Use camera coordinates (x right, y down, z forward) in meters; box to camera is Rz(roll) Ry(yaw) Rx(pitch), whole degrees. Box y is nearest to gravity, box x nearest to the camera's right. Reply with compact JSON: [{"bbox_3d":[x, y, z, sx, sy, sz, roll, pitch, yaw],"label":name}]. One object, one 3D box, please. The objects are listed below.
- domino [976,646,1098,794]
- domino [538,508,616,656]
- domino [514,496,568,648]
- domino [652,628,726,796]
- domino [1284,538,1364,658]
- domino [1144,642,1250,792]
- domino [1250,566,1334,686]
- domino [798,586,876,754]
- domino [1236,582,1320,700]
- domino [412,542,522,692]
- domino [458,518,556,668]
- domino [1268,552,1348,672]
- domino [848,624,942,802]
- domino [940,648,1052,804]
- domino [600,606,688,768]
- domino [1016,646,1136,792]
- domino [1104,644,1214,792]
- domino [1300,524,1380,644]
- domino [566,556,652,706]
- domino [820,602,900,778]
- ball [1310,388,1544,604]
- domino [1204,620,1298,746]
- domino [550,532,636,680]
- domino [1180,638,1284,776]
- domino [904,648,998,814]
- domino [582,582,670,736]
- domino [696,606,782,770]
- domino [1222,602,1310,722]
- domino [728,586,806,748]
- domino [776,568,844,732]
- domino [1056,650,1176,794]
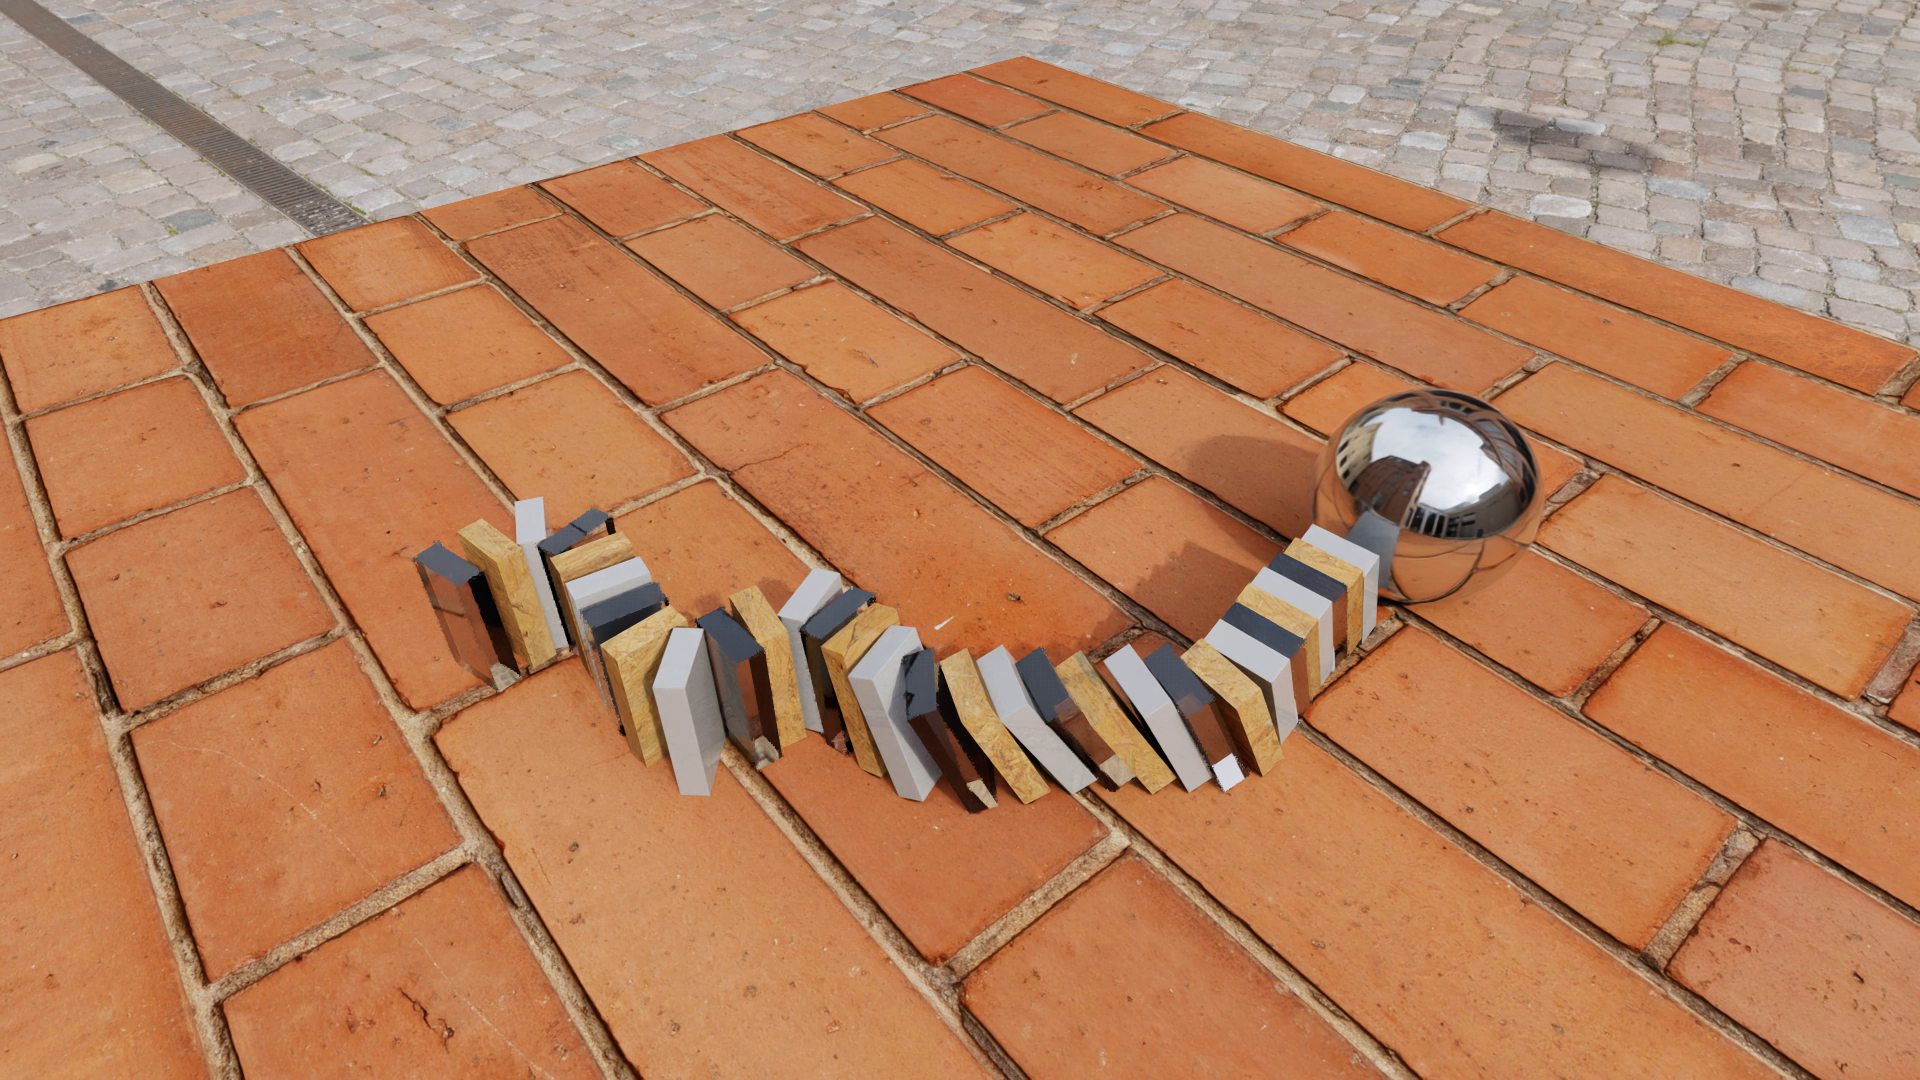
[{"bbox_3d":[0.024,0.057,0.344,0.009,0.050,0.025,-33,41,8],"label":"domino"},{"bbox_3d":[-0.132,0.016,0.392,0.009,0.050,0.025,22,44,24],"label":"domino"},{"bbox_3d":[-0.149,0.012,0.396,0.010,0.050,0.025,-12,41,-14],"label":"domino"},{"bbox_3d":[-0.084,0.054,0.345,0.009,0.050,0.025,2,39,2],"label":"domino"},{"bbox_3d":[0.127,0.021,0.386,0.025,0.050,0.010,31,73,32],"label":"domino"},{"bbox_3d":[0.074,0.056,0.344,0.010,0.050,0.025,-34,45,-1],"label":"domino"},{"bbox_3d":[0.113,0.031,0.375,0.025,0.050,0.009,31,73,32],"label":"domino"},{"bbox_3d":[-0.036,0.043,0.358,0.009,0.050,0.025,20,43,33],"label":"domino"},{"bbox_3d":[0.107,0.036,0.368,0.025,0.050,0.010,31,73,32],"label":"domino"},{"bbox_3d":[-0.169,0.027,0.378,0.025,0.050,0.010,24,45,27],"label":"domino"},{"bbox_3d":[-0.159,0.019,0.388,0.025,0.050,0.009,29,47,30],"label":"domino"},{"bbox_3d":[0.120,0.026,0.381,0.025,0.050,0.009,31,73,32],"label":"domino"},{"bbox_3d":[-0.017,0.054,0.345,0.009,0.050,0.025,3,35,33],"label":"domino"},{"bbox_3d":[0.011,0.058,0.341,0.010,0.050,0.025,-29,42,4],"label":"domino"},{"bbox_3d":[-0.097,0.048,0.353,0.010,0.050,0.025,32,49,33],"label":"domino"},{"bbox_3d":[0.037,0.057,0.344,0.010,0.050,0.025,-36,43,5],"label":"domino"},{"bbox_3d":[0.062,0.056,0.343,0.010,0.050,0.025,-34,44,1],"label":"domino"},{"bbox_3d":[0.135,0.016,0.392,0.025,0.050,0.009,31,73,32],"label":"domino"},{"bbox_3d":[-0.114,0.032,0.373,0.025,0.050,0.010,-22,44,-25],"label":"domino"},{"bbox_3d":[-0.026,0.048,0.352,0.009,0.050,0.025,13,39,38],"label":"domino"},{"bbox_3d":[0.171,-0.016,0.407,0.080,0.080,0.080,0,39,0],"label":"ball"},{"bbox_3d":[0.094,0.047,0.355,0.025,0.050,0.010,32,73,33],"label":"domino"},{"bbox_3d":[-0.123,0.023,0.383,0.025,0.050,0.010,-24,45,-26],"label":"domino"},{"bbox_3d":[0.086,0.053,0.347,0.010,0.050,0.025,-40,49,-6],"label":"domino"},{"bbox_3d":[-0.003,0.059,0.339,0.010,0.050,0.025,-19,39,11],"label":"domino"},{"bbox_3d":[-0.106,0.040,0.363,0.025,0.050,0.009,-23,45,-26],"label":"domino"},{"bbox_3d":[-0.070,0.048,0.353,0.009,0.050,0.025,-28,47,-30],"label":"domino"},{"bbox_3d":[0.101,0.041,0.361,0.025,0.050,0.009,32,73,33],"label":"domino"},{"bbox_3d":[-0.063,0.042,0.360,0.009,0.050,0.025,-22,44,-22],"label":"domino"},{"bbox_3d":[-0.047,0.037,0.365,0.009,0.050,0.025,11,39,19],"label":"domino"},{"bbox_3d":[0.049,0.057,0.343,0.010,0.050,0.025,-36,44,5],"label":"domino"}]
